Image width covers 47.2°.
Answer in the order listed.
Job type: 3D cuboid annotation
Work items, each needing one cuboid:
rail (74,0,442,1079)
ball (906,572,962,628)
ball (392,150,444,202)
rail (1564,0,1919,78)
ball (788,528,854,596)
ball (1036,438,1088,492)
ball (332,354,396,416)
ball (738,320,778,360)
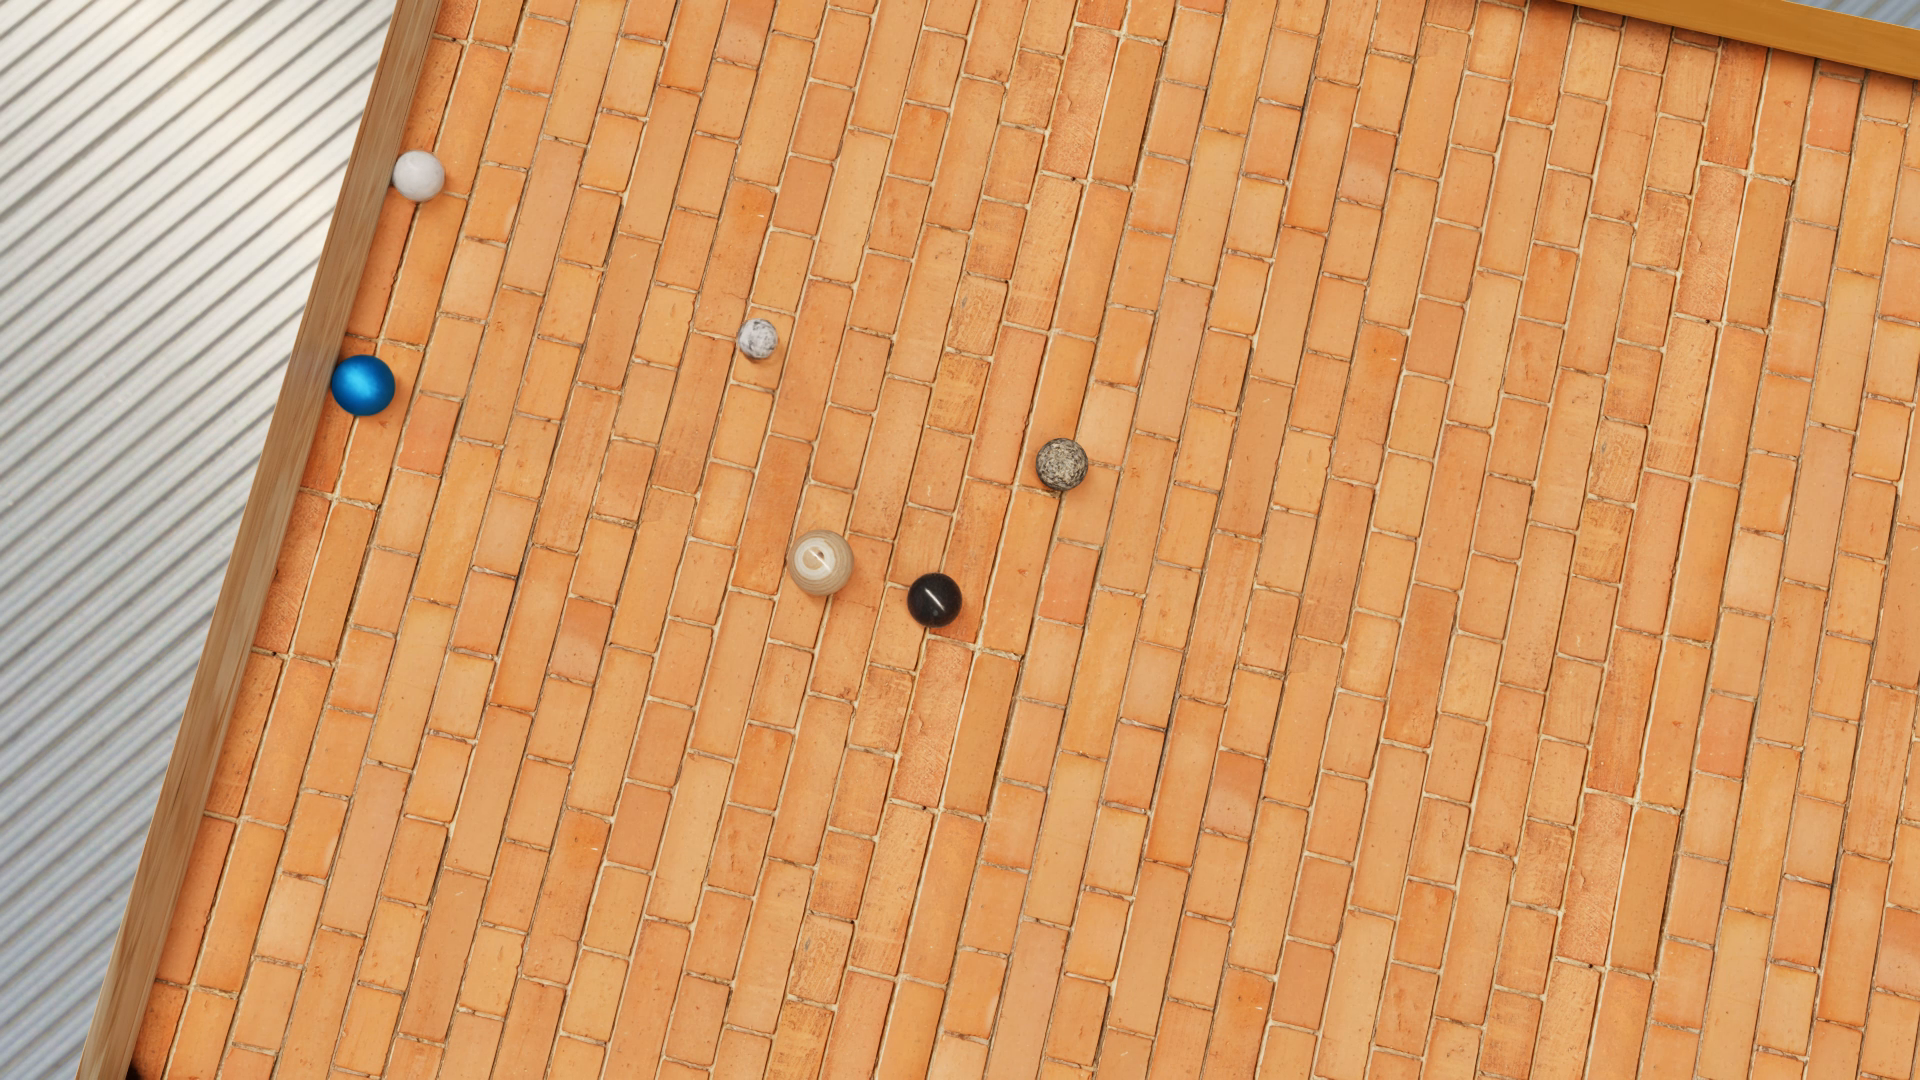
[{"bbox_3d":[-0.970,-0.230,3.295,0.045,0.130,2.164,13,80,2],"label":"rail"},{"bbox_3d":[-0.038,0.090,3.262,0.084,0.084,0.084,0,80,0],"label":"ball"},{"bbox_3d":[-0.833,-0.559,3.382,0.079,0.079,0.079,0,80,0],"label":"ball"},{"bbox_3d":[1.235,-0.788,3.396,4.079,0.130,0.045,13,80,2],"label":"rail"},{"bbox_3d":[-0.206,0.033,3.265,0.100,0.100,0.100,0,80,0],"label":"ball"},{"bbox_3d":[0.153,-0.113,3.301,0.080,0.080,0.080,0,80,0],"label":"ball"},{"bbox_3d":[-0.899,-0.233,3.316,0.093,0.093,0.093,0,80,0],"label":"ball"},{"bbox_3d":[-0.307,-0.305,3.345,0.061,0.061,0.061,0,80,0],"label":"ball"}]
